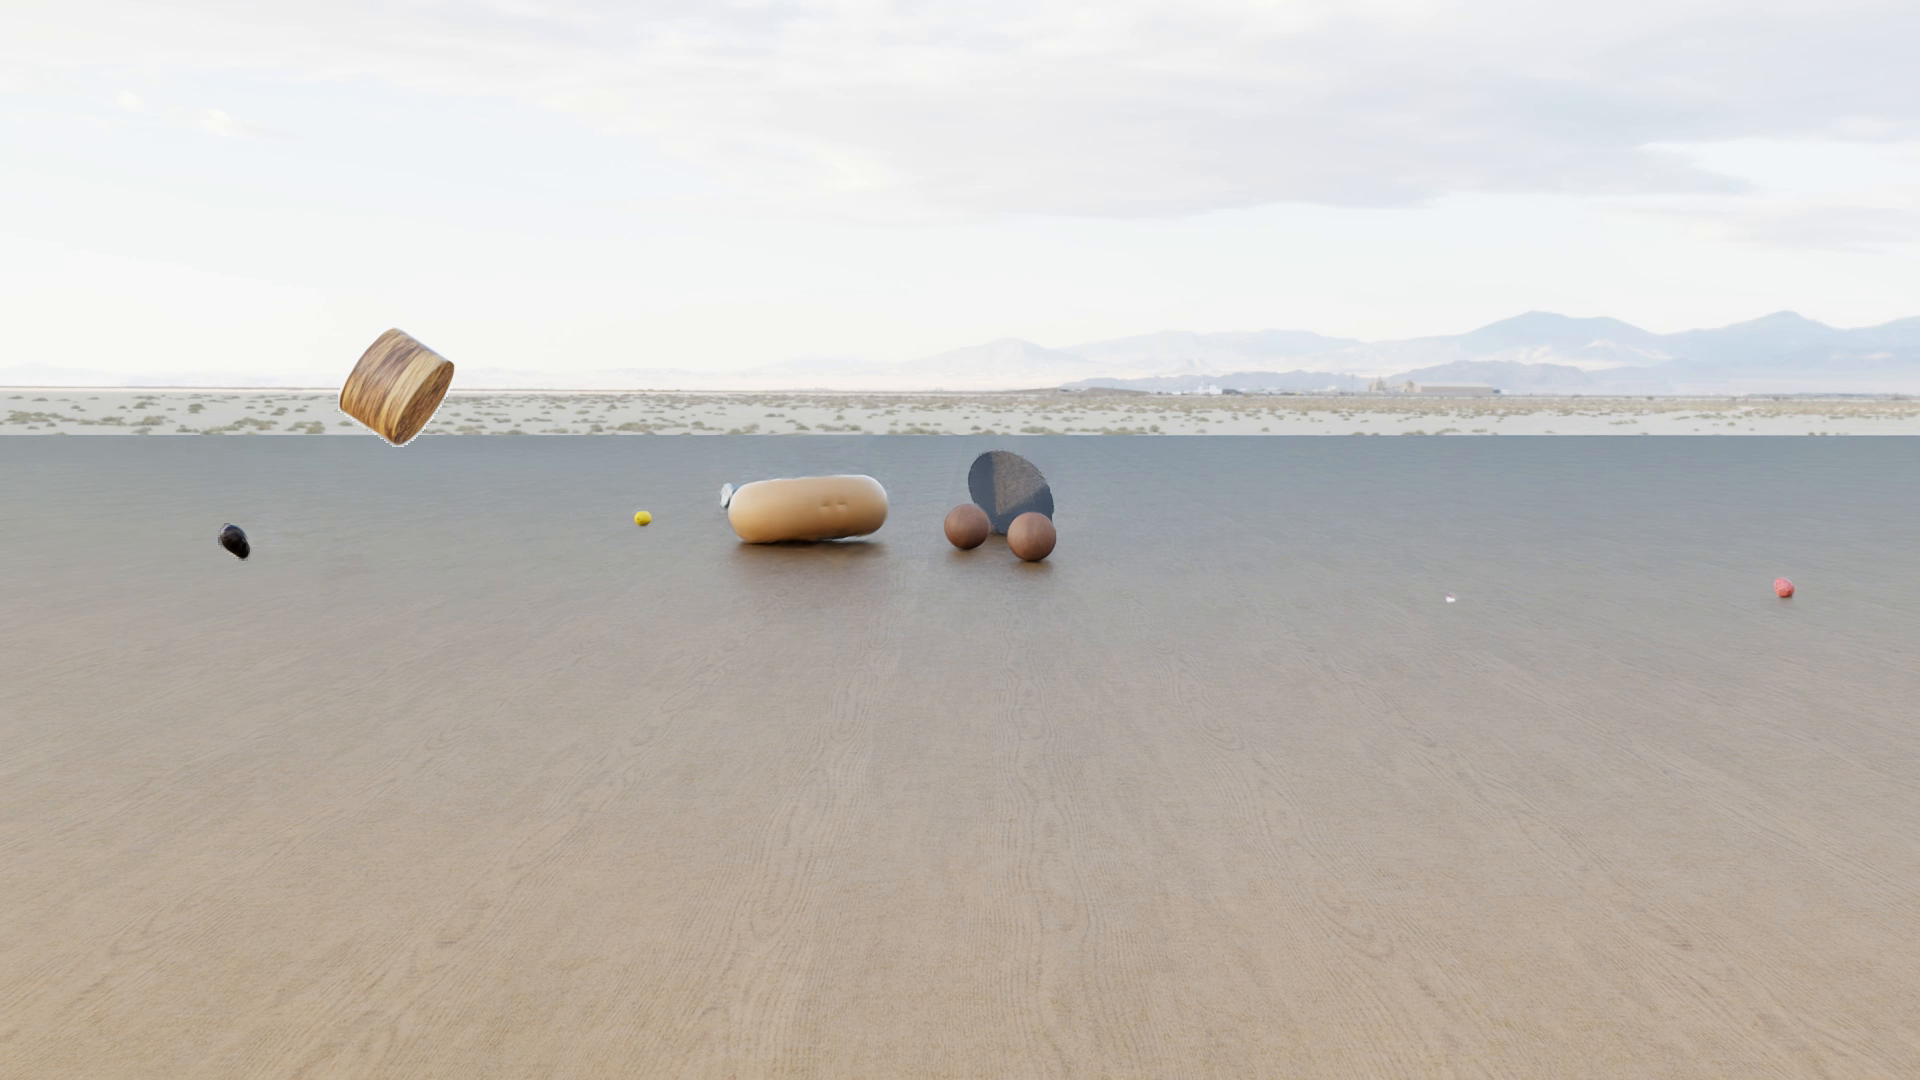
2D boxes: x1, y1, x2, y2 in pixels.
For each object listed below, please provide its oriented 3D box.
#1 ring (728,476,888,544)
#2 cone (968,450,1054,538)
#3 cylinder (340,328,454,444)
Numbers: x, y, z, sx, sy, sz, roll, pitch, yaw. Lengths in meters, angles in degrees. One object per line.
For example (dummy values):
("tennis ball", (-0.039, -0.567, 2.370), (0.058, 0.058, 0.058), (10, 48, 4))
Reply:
("ring", (-0.441, -0.089, 6.416), (0.474, 0.177, 0.414), (-4, -1, -24))
("cone", (0.121, -0.084, 6.833), (0.267, 0.312, 0.234), (-15, -24, -28))
("cylinder", (-1.824, -0.500, 7.130), (0.217, 0.324, 0.233), (32, -10, 7))
